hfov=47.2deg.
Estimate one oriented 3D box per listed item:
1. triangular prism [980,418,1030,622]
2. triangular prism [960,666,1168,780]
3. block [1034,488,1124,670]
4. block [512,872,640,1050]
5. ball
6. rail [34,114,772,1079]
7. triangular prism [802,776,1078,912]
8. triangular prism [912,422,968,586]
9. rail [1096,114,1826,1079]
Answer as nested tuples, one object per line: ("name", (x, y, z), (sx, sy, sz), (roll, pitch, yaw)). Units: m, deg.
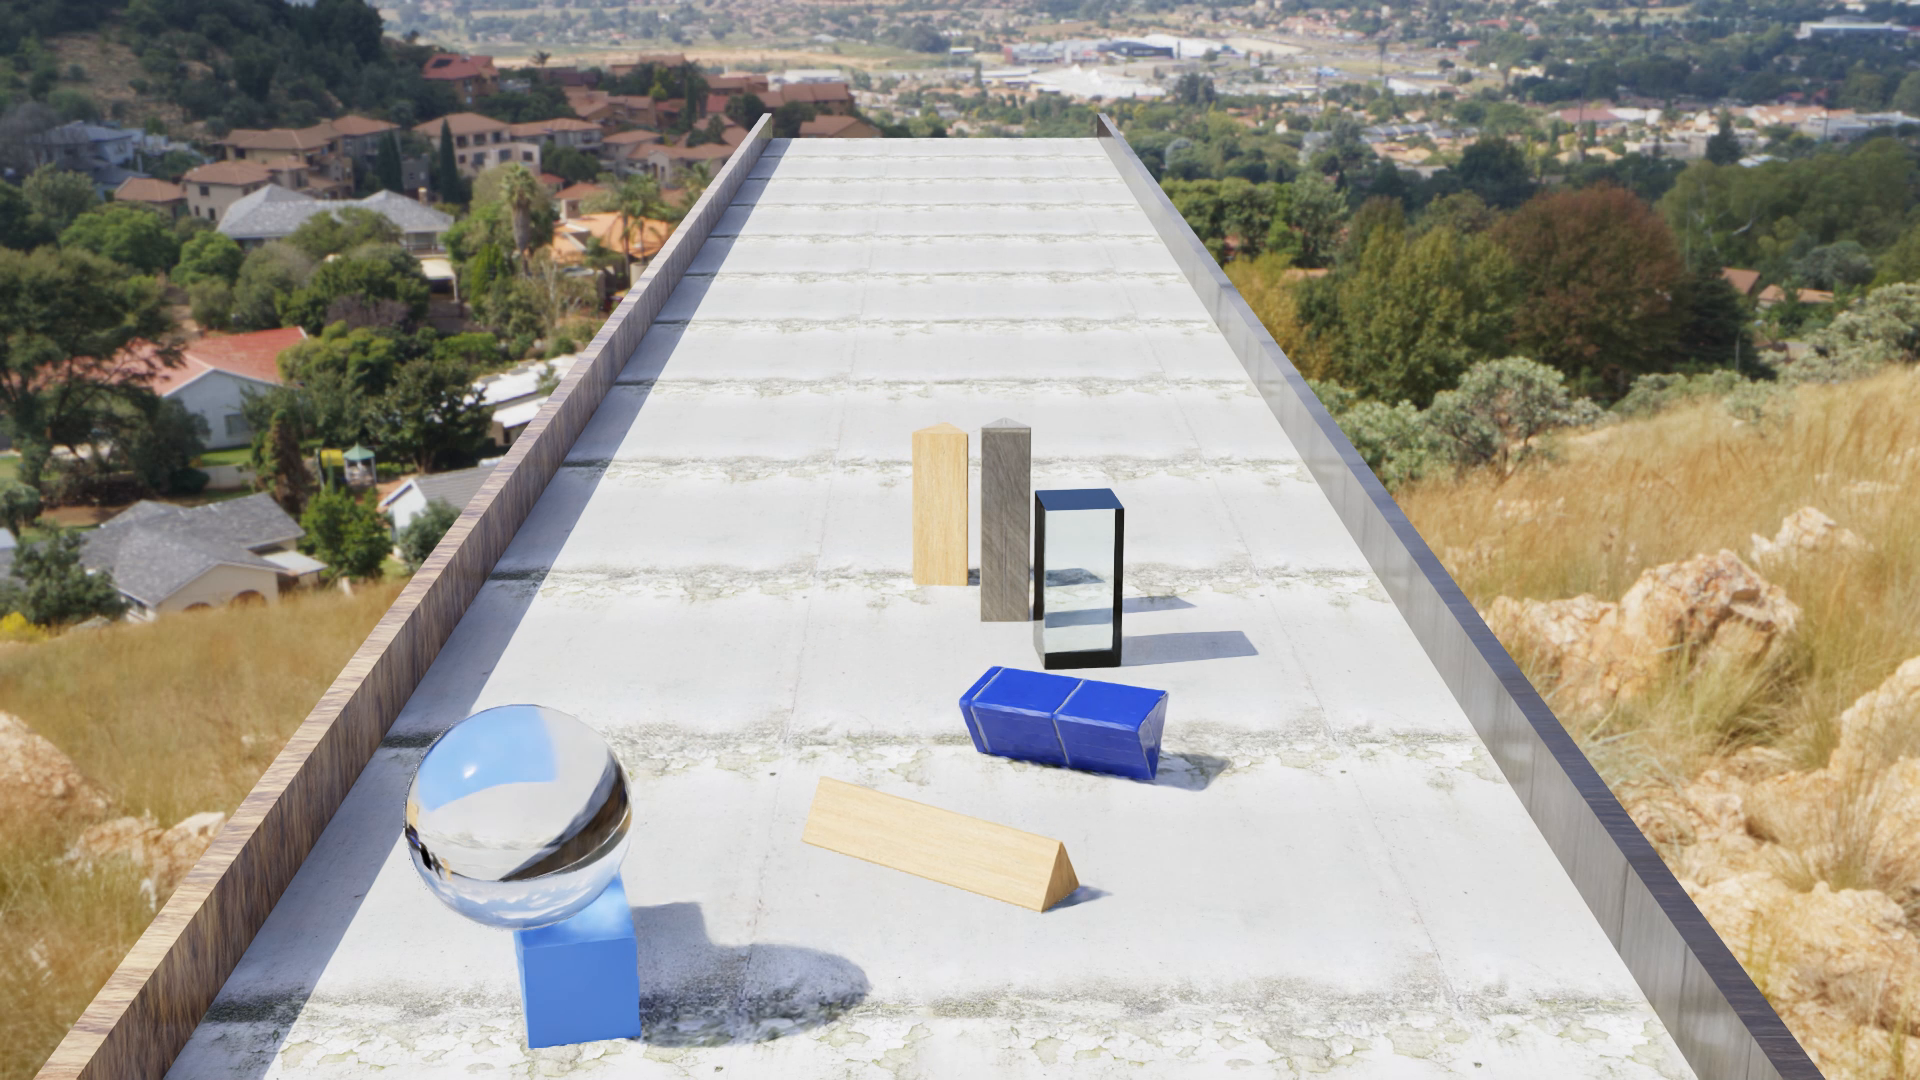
("triangular prism", (0.094, -0.043, 4.631), (0.103, 0.422, 0.089), (0, 17, 0))
("triangular prism", (0.190, 0.299, 3.867), (0.332, 0.155, 0.134), (7, 53, 22))
("block", (0.235, 0.077, 4.393), (0.154, 0.328, 0.154), (-2, 17, -6))
("block", (-0.553, 0.550, 3.116), (0.148, 0.148, 0.395), (-4, 17, -14))
("ball", (-0.587, 0.369, 2.937), (0.301, 0.301, 0.301), (0, 17, 0))
("rail", (-1.118, -0.838, 7.780), (0.050, 0.150, 12.000), (0, 17, -1))
("triangular prism", (-0.036, 0.468, 3.478), (0.459, 0.096, 0.110), (11, 20, 32))
("triangular prism", (-0.038, -0.081, 4.890), (0.122, 0.347, 0.105), (2, 17, 6))
("rail", (0.932, -0.844, 7.801), (0.050, 0.150, 12.000), (0, 17, -1))
